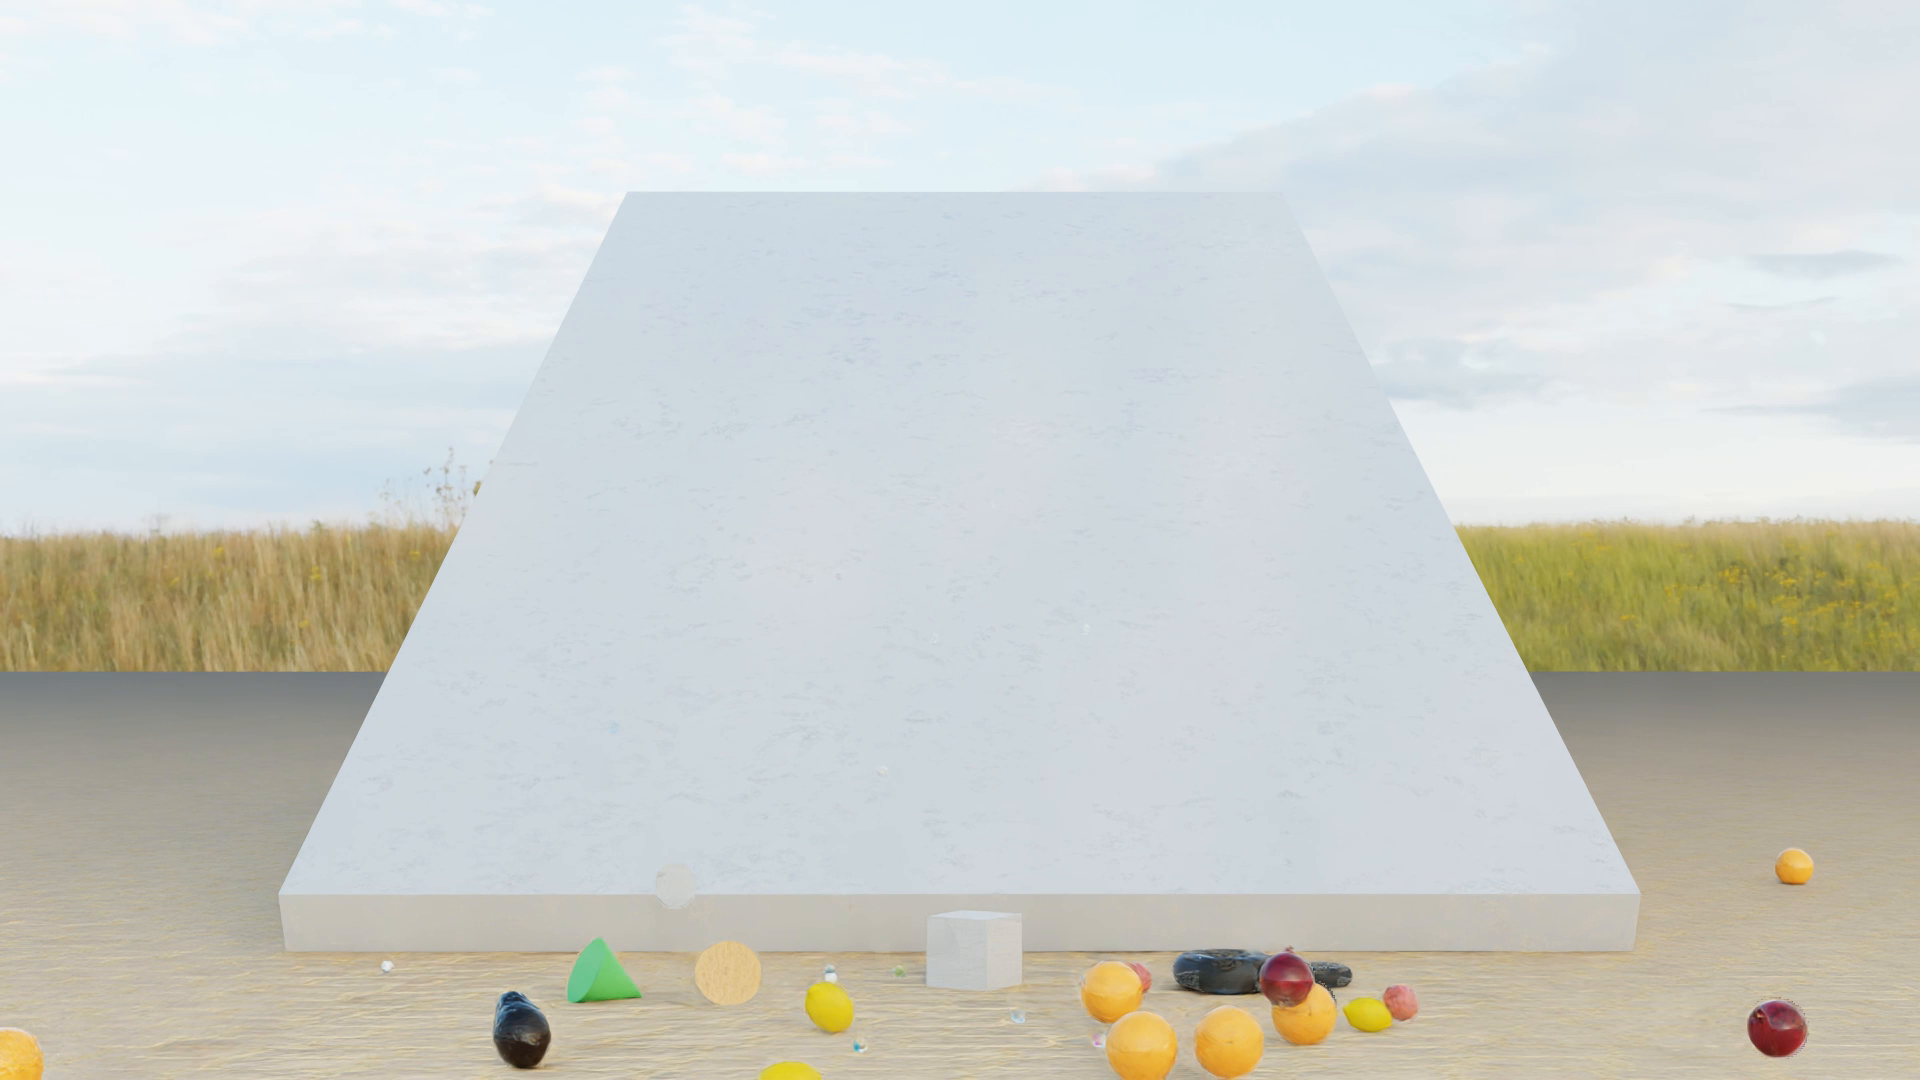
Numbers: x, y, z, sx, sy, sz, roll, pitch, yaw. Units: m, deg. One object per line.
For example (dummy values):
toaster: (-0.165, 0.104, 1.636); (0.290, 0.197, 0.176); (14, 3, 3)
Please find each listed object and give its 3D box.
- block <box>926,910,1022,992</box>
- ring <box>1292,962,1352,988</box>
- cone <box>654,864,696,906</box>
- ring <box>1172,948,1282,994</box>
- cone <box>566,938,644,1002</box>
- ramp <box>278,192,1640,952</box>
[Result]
block: (0.019, 0.546, 3.083); (0.092, 0.092, 0.092); (-2, -4, 31)
ring: (0.481, 0.579, 3.082); (0.081, 0.027, 0.081); (1, -3, 0)
cone: (-0.407, 0.503, 3.398); (0.063, 0.063, 0.063); (-1, -4, 12)
ring: (0.351, 0.567, 3.042); (0.143, 0.048, 0.143); (1, -4, 0)
cone: (-0.439, 0.565, 2.949); (0.088, 0.088, 0.088); (31, -17, -24)
ramp: (-0.008, -0.226, 5.255); (2.000, 0.100, 4.000); (0, 23, 0)
